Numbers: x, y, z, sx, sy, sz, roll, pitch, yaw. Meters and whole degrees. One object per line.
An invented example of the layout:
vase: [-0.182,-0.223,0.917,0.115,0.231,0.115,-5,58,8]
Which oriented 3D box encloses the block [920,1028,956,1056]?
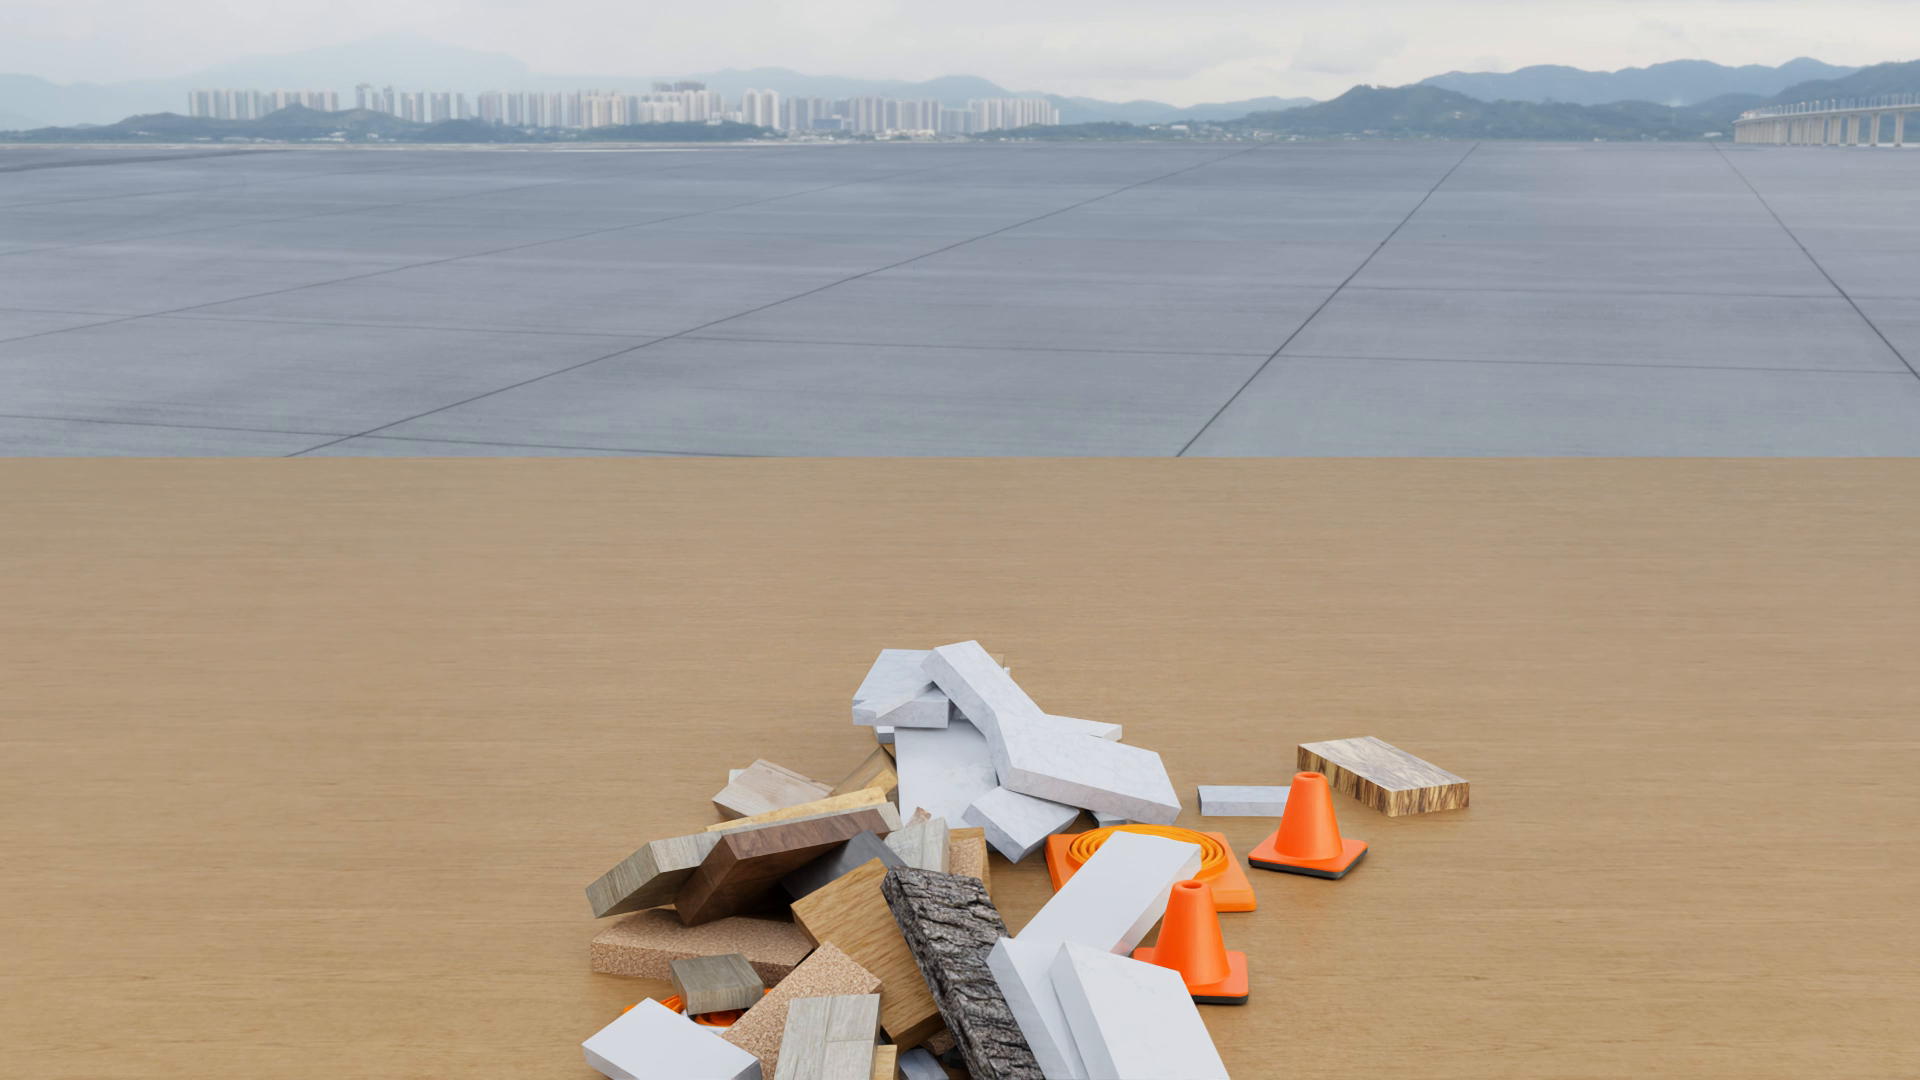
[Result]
block: [-0.031,0.671,3.046,0.072,0.020,0.144,-28,11,-20]

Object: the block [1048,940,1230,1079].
block: [0.241,0.652,2.792,0.177,0.050,0.355,19,20,-20]

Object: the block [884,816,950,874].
block: [-0.077,0.515,3.483,0.115,0.033,0.230,-18,15,6]

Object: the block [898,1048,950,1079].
block: [-0.054,0.714,2.961,0.052,0.015,0.103,-3,11,-17]

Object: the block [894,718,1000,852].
block: [-0.025,0.445,4.018,0.179,0.051,0.358,-1,28,-3]

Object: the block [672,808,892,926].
block: [-0.276,0.511,3.451,0.330,0.165,0.047,-3,49,-48]

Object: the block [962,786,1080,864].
block: [0.110,0.486,3.889,0.124,0.035,0.247,39,23,15]

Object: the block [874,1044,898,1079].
block: [-0.143,0.700,2.741,0.118,0.034,0.237,-3,13,2]

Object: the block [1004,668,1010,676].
block: [0.009,0.308,4.543,0.148,0.042,0.296,2,7,9]

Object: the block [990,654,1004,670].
block: [0.062,0.265,4.647,0.060,0.017,0.191,1,7,2]

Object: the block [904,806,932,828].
block: [-0.098,0.528,3.723,0.029,0.101,0.202,31,12,0]

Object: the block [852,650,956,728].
block: [-0.090,0.287,4.290,0.179,0.051,0.358,1,13,7]

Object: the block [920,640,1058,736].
block: [0.102,0.348,4.163,0.382,0.048,0.171,46,21,17]

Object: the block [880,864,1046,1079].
block: [0.034,0.602,2.939,0.146,0.041,0.456,14,25,-30]

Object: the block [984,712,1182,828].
block: [0.223,0.420,4.011,0.342,0.048,0.171,16,26,-20]

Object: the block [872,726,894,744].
block: [-0.140,0.396,4.649,0.081,0.023,0.163,-1,11,-7]

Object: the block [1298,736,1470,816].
block: [0.816,0.455,4.263,0.171,0.048,0.342,-4,11,-21]

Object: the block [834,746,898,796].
block: [-0.174,0.452,4.043,0.124,0.035,0.247,-43,6,0]

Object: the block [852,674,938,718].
block: [-0.118,0.292,4.116,0.051,0.015,0.247,6,14,27]

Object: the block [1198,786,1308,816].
block: [0.549,0.490,4.130,0.198,0.028,0.099,0,11,2]

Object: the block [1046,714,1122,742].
block: [0.228,0.401,4.612,0.198,0.028,0.099,6,12,29]

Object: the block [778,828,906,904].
block: [-0.115,0.567,3.264,0.165,0.047,0.428,-28,26,-16]

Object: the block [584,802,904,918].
block: [-0.336,0.511,3.536,0.533,0.050,0.177,-2,-28,-48]

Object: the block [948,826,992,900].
block: [-0.004,0.548,3.658,0.101,0.029,0.202,-3,26,-2]

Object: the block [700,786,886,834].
block: [-0.309,0.506,3.722,0.355,0.050,0.177,-9,-23,-39]

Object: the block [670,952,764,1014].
block: [-0.346,0.628,3.121,0.106,0.030,0.212,-4,2,-14]

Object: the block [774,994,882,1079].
block: [-0.168,0.669,2.733,0.118,0.034,0.411,-4,13,2]

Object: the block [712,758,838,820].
block: [-0.337,0.478,4.022,0.124,0.035,0.247,-40,30,-26]

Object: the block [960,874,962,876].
block: [-0.021,0.596,3.328,0.115,0.033,0.230,-21,25,-6]

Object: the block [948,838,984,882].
block: [-0.026,0.562,3.481,0.115,0.033,0.230,-13,26,9]

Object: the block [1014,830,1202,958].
block: [0.231,0.575,3.451,0.150,0.043,0.423,6,21,27]

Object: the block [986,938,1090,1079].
block: [0.157,0.642,2.872,0.150,0.043,0.301,14,24,-29]

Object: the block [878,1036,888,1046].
block: [-0.167,0.668,3.081,0.106,0.030,0.212,16,6,-15]

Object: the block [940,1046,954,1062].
block: [0.003,0.689,3.077,0.072,0.020,0.144,-1,11,-7]

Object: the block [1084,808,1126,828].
block: [0.268,0.510,4.062,0.051,0.015,0.103,-2,11,-12]

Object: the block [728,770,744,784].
block: [-0.418,0.470,4.266,0.060,0.017,0.121,-1,11,-4]

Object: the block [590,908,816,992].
block: [-0.376,0.624,3.355,0.330,0.047,0.165,3,11,17]

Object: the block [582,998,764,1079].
block: [-0.382,0.689,2.907,0.233,0.033,0.117,16,36,42]

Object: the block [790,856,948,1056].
block: [-0.103,0.579,3.079,0.146,0.041,0.292,-27,43,-19]

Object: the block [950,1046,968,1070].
block: [0.021,0.689,2.992,0.052,0.015,0.103,4,16,10]

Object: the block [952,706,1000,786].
block: [0.003,0.405,4.205,0.179,0.051,0.358,0,28,-1]

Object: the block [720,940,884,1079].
block: [-0.215,0.643,2.961,0.106,0.030,0.212,31,54,32]
